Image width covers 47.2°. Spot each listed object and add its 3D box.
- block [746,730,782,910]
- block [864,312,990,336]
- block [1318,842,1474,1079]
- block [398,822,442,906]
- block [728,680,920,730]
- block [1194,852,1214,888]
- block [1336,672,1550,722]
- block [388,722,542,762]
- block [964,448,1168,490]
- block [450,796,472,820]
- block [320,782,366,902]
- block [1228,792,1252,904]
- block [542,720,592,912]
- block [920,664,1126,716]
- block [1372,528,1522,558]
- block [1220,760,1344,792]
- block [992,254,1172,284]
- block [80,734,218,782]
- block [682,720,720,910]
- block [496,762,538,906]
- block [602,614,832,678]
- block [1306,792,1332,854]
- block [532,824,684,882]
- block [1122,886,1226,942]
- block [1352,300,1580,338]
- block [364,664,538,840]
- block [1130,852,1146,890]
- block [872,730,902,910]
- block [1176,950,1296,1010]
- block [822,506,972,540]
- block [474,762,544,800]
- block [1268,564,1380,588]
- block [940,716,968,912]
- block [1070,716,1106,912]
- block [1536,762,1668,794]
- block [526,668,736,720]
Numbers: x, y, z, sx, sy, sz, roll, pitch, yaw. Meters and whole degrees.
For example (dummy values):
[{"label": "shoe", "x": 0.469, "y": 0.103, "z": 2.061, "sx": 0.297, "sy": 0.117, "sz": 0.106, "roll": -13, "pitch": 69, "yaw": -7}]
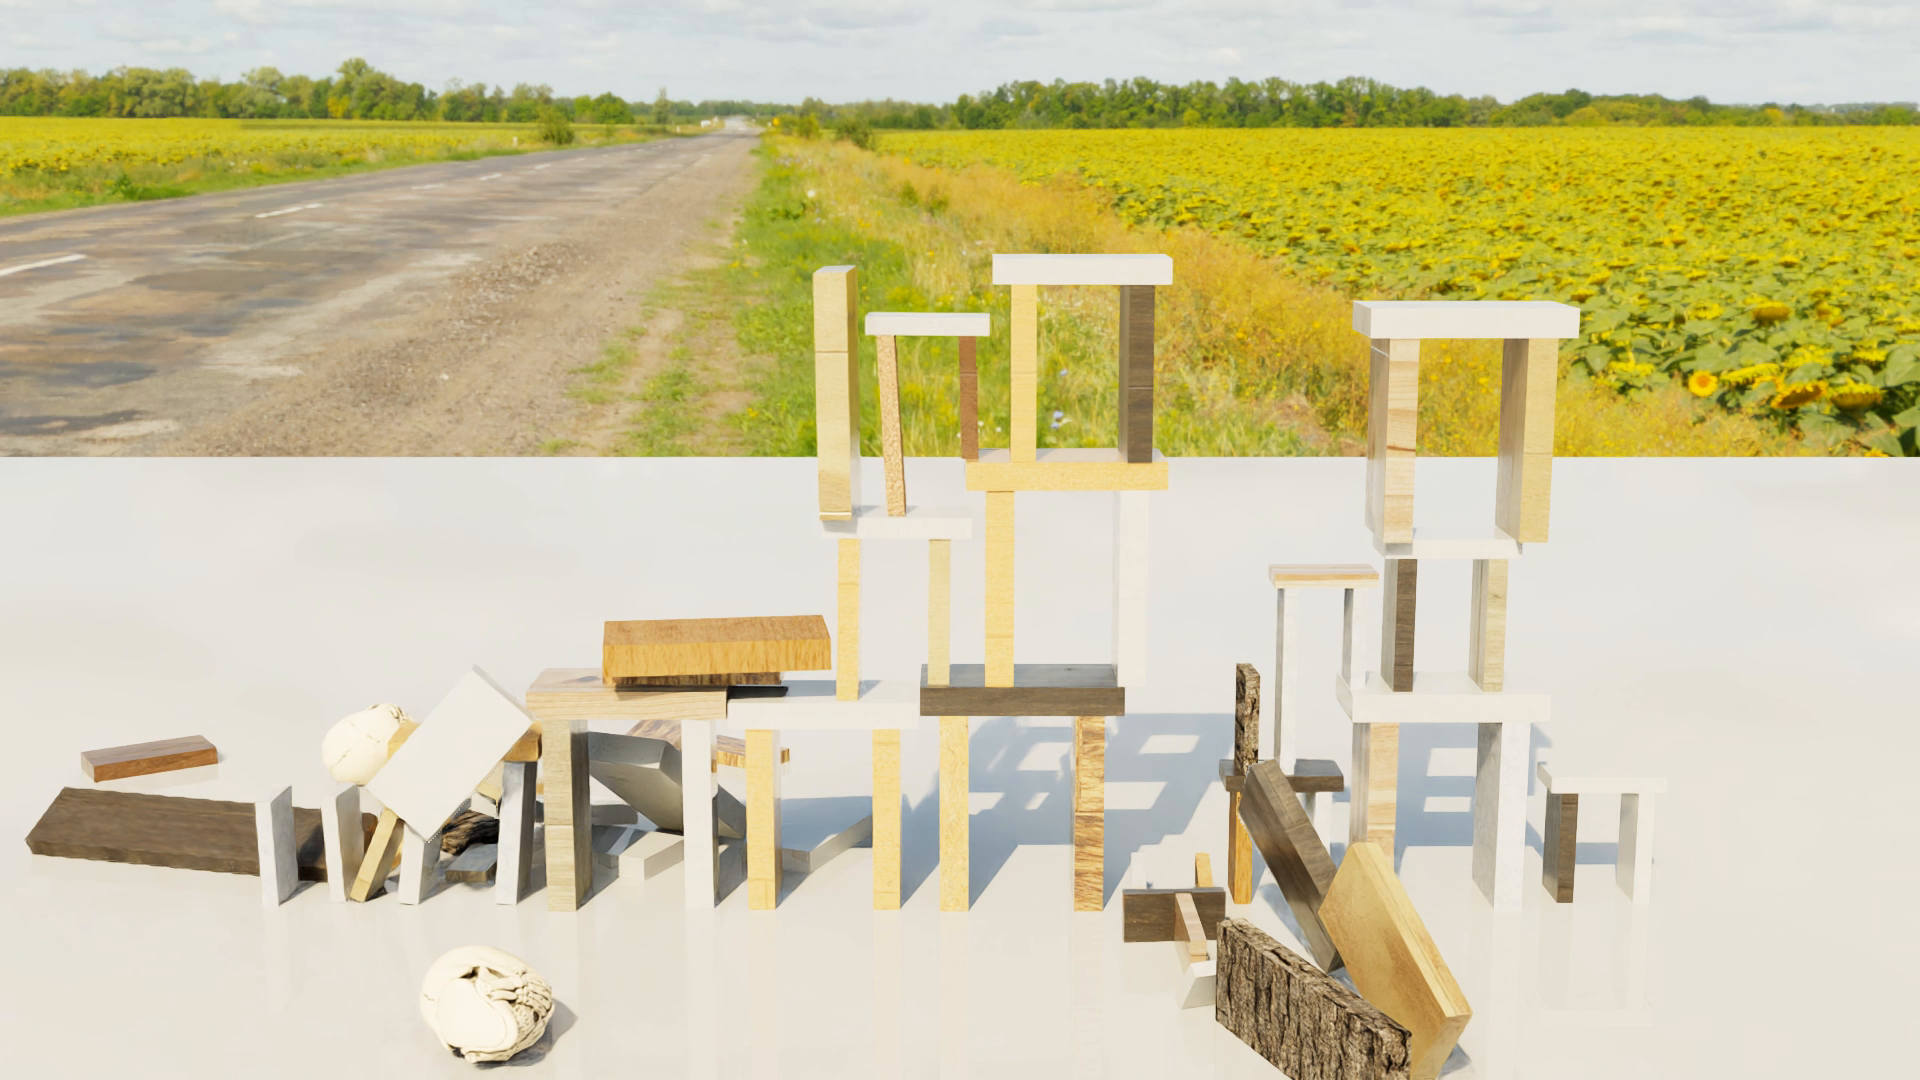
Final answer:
[{"label": "block", "x": -0.324, "y": 0.440, "z": 3.639, "sx": 0.043, "sy": 0.305, "sz": 0.153, "roll": 0, "pitch": 11, "yaw": 0}, {"label": "block", "x": -0.051, "y": -0.344, "z": 3.499, "sx": 0.195, "sy": 0.028, "sz": 0.098, "roll": 1, "pitch": 11, "yaw": 1}, {"label": "block", "x": 0.588, "y": 0.572, "z": 2.993, "sx": 0.042, "sy": 0.148, "sz": 0.295, "roll": -2, "pitch": 42, "yaw": -21}, {"label": "block", "x": -0.889, "y": 0.469, "z": 3.651, "sx": 0.034, "sy": 0.241, "sz": 0.121, "roll": 8, "pitch": 11, "yaw": 0}, {"label": "block", "x": -0.220, "y": 0.269, "z": 3.607, "sx": 0.305, "sy": 0.043, "sz": 0.153, "roll": 0, "pitch": 11, "yaw": 0}, {"label": "block", "x": 0.394, "y": 0.570, "z": 3.559, "sx": 0.023, "sy": 0.080, "sz": 0.159, "roll": 1, "pitch": 11, "yaw": 4}, {"label": "block", "x": 0.789, "y": 0.257, "z": 3.606, "sx": 0.317, "sy": 0.045, "sz": 0.158, "roll": 0, "pitch": 11, "yaw": 0}, {"label": "block", "x": -0.809, "y": 0.332, "z": 3.629, "sx": 0.241, "sy": 0.034, "sz": 0.121, "roll": 0, "pitch": 11, "yaw": -2}, {"label": "block", "x": 0.168, "y": -0.114, "z": 3.540, "sx": 0.319, "sy": 0.045, "sz": 0.159, "roll": 0, "pitch": 11, "yaw": -1}, {"label": "block", "x": -0.943, "y": 0.490, "z": 3.968, "sx": 0.071, "sy": 0.020, "sz": 0.141, "roll": 2, "pitch": 11, "yaw": 11}, {"label": "block", "x": -1.022, "y": 0.501, "z": 3.652, "sx": 0.026, "sy": 0.180, "sz": 0.090, "roll": -1, "pitch": 10, "yaw": 9}, {"label": "block", "x": 0.465, "y": 0.496, "z": 3.649, "sx": 0.027, "sy": 0.192, "sz": 0.096, "roll": 0, "pitch": 11, "yaw": 0}, {"label": "block", "x": -0.648, "y": 0.433, "z": 3.633, "sx": 0.046, "sy": 0.321, "sz": 0.161, "roll": 0, "pitch": 11, "yaw": 0}, {"label": "block", "x": 0.100, "y": 0.245, "z": 3.602, "sx": 0.329, "sy": 0.047, "sz": 0.164, "roll": 0, "pitch": 11, "yaw": 0}, {"label": "block", "x": 0.787, "y": 0.005, "z": 3.557, "sx": 0.219, "sy": 0.031, "sz": 0.109, "roll": 0, "pitch": 11, "yaw": 0}, {"label": "block", "x": 0.529, "y": 0.389, "z": 3.629, "sx": 0.192, "sy": 0.027, "sz": 0.096, "roll": 0, "pitch": 11, "yaw": 0}, {"label": "block", "x": 0.191, "y": -0.428, "z": 3.476, "sx": 0.278, "sy": 0.039, "sz": 0.139, "roll": 0, "pitch": 11, "yaw": 0}, {"label": "block", "x": -1.624, "y": 0.436, "z": 4.404, "sx": 0.236, "sy": 0.033, "sz": 0.118, "roll": -7, "pitch": 13, "yaw": -33}, {"label": "block", "x": -0.429, "y": 0.431, "z": 3.643, "sx": 0.046, "sy": 0.321, "sz": 0.161, "roll": -1, "pitch": 11, "yaw": -3}, {"label": "block", "x": -0.735, "y": 0.470, "z": 3.651, "sx": 0.034, "sy": 0.241, "sz": 0.121, "roll": 5, "pitch": 11, "yaw": 0}, {"label": "block", "x": -0.396, "y": 0.171, "z": 3.569, "sx": 0.359, "sy": 0.051, "sz": 0.180, "roll": -1, "pitch": 11, "yaw": -8}, {"label": "block", "x": 0.593, "y": 0.496, "z": 3.649, "sx": 0.027, "sy": 0.192, "sz": 0.096, "roll": 0, "pitch": 11, "yaw": 0}, {"label": "block", "x": -0.628, "y": 0.538, "z": 3.843, "sx": 0.271, "sy": 0.038, "sz": 0.135, "roll": 5, "pitch": 12, "yaw": 25}, {"label": "block", "x": 0.336, "y": 0.589, "z": 3.456, "sx": 0.159, "sy": 0.080, "sz": 0.023, "roll": -1, "pitch": 11, "yaw": -4}, {"label": "block", "x": 0.799, "y": -0.350, "z": 3.490, "sx": 0.323, "sy": 0.046, "sz": 0.162, "roll": 0, "pitch": 11, "yaw": 0}, {"label": "block", "x": -0.812, "y": 0.339, "z": 3.512, "sx": 0.131, "sy": 0.261, "sz": 0.037, "roll": 42, "pitch": 7, "yaw": -6}, {"label": "block", "x": 0.288, "y": 0.570, "z": 3.560, "sx": 0.023, "sy": 0.080, "sz": 0.159, "roll": 1, "pitch": 11, "yaw": 4}, {"label": "block", "x": -0.119, "y": 0.440, "z": 3.639, "sx": 0.043, "sy": 0.305, "sz": 0.153, "roll": 0, "pitch": 11, "yaw": 0}, {"label": "block", "x": 0.403, "y": 0.637, "z": 3.191, "sx": 0.167, "sy": 0.084, "sz": 0.024, "roll": -4, "pitch": 47, "yaw": -19}, {"label": "block", "x": -0.100, "y": -0.029, "z": 3.548, "sx": 0.239, "sy": 0.034, "sz": 0.119, "roll": 0, "pitch": 11, "yaw": 0}, {"label": "block", "x": -0.864, "y": 0.458, "z": 4.164, "sx": 0.094, "sy": 0.027, "sz": 0.187, "roll": -9, "pitch": 14, "yaw": -39}, {"label": "block", "x": 0.590, "y": 0.058, "z": 3.574, "sx": 0.167, "sy": 0.024, "sz": 0.083, "roll": 0, "pitch": 11, "yaw": 0}, {"label": "block", "x": -0.010, "y": 0.429, "z": 3.636, "sx": 0.047, "sy": 0.329, "sz": 0.164, "roll": 0, "pitch": 11, "yaw": 0}, {"label": "block", "x": 0.209, "y": 0.429, "z": 3.636, "sx": 0.047, "sy": 0.329, "sz": 0.164, "roll": 0, "pitch": 11, "yaw": 0}, {"label": "block", "x": 1.059, "y": 0.392, "z": 3.634, "sx": 0.188, "sy": 0.027, "sz": 0.094, "roll": 0, "pitch": 11, "yaw": 0}, {"label": "block", "x": -0.535, "y": 0.251, "z": 3.608, "sx": 0.321, "sy": 0.046, "sz": 0.161, "roll": 0, "pitch": 11, "yaw": 1}]
